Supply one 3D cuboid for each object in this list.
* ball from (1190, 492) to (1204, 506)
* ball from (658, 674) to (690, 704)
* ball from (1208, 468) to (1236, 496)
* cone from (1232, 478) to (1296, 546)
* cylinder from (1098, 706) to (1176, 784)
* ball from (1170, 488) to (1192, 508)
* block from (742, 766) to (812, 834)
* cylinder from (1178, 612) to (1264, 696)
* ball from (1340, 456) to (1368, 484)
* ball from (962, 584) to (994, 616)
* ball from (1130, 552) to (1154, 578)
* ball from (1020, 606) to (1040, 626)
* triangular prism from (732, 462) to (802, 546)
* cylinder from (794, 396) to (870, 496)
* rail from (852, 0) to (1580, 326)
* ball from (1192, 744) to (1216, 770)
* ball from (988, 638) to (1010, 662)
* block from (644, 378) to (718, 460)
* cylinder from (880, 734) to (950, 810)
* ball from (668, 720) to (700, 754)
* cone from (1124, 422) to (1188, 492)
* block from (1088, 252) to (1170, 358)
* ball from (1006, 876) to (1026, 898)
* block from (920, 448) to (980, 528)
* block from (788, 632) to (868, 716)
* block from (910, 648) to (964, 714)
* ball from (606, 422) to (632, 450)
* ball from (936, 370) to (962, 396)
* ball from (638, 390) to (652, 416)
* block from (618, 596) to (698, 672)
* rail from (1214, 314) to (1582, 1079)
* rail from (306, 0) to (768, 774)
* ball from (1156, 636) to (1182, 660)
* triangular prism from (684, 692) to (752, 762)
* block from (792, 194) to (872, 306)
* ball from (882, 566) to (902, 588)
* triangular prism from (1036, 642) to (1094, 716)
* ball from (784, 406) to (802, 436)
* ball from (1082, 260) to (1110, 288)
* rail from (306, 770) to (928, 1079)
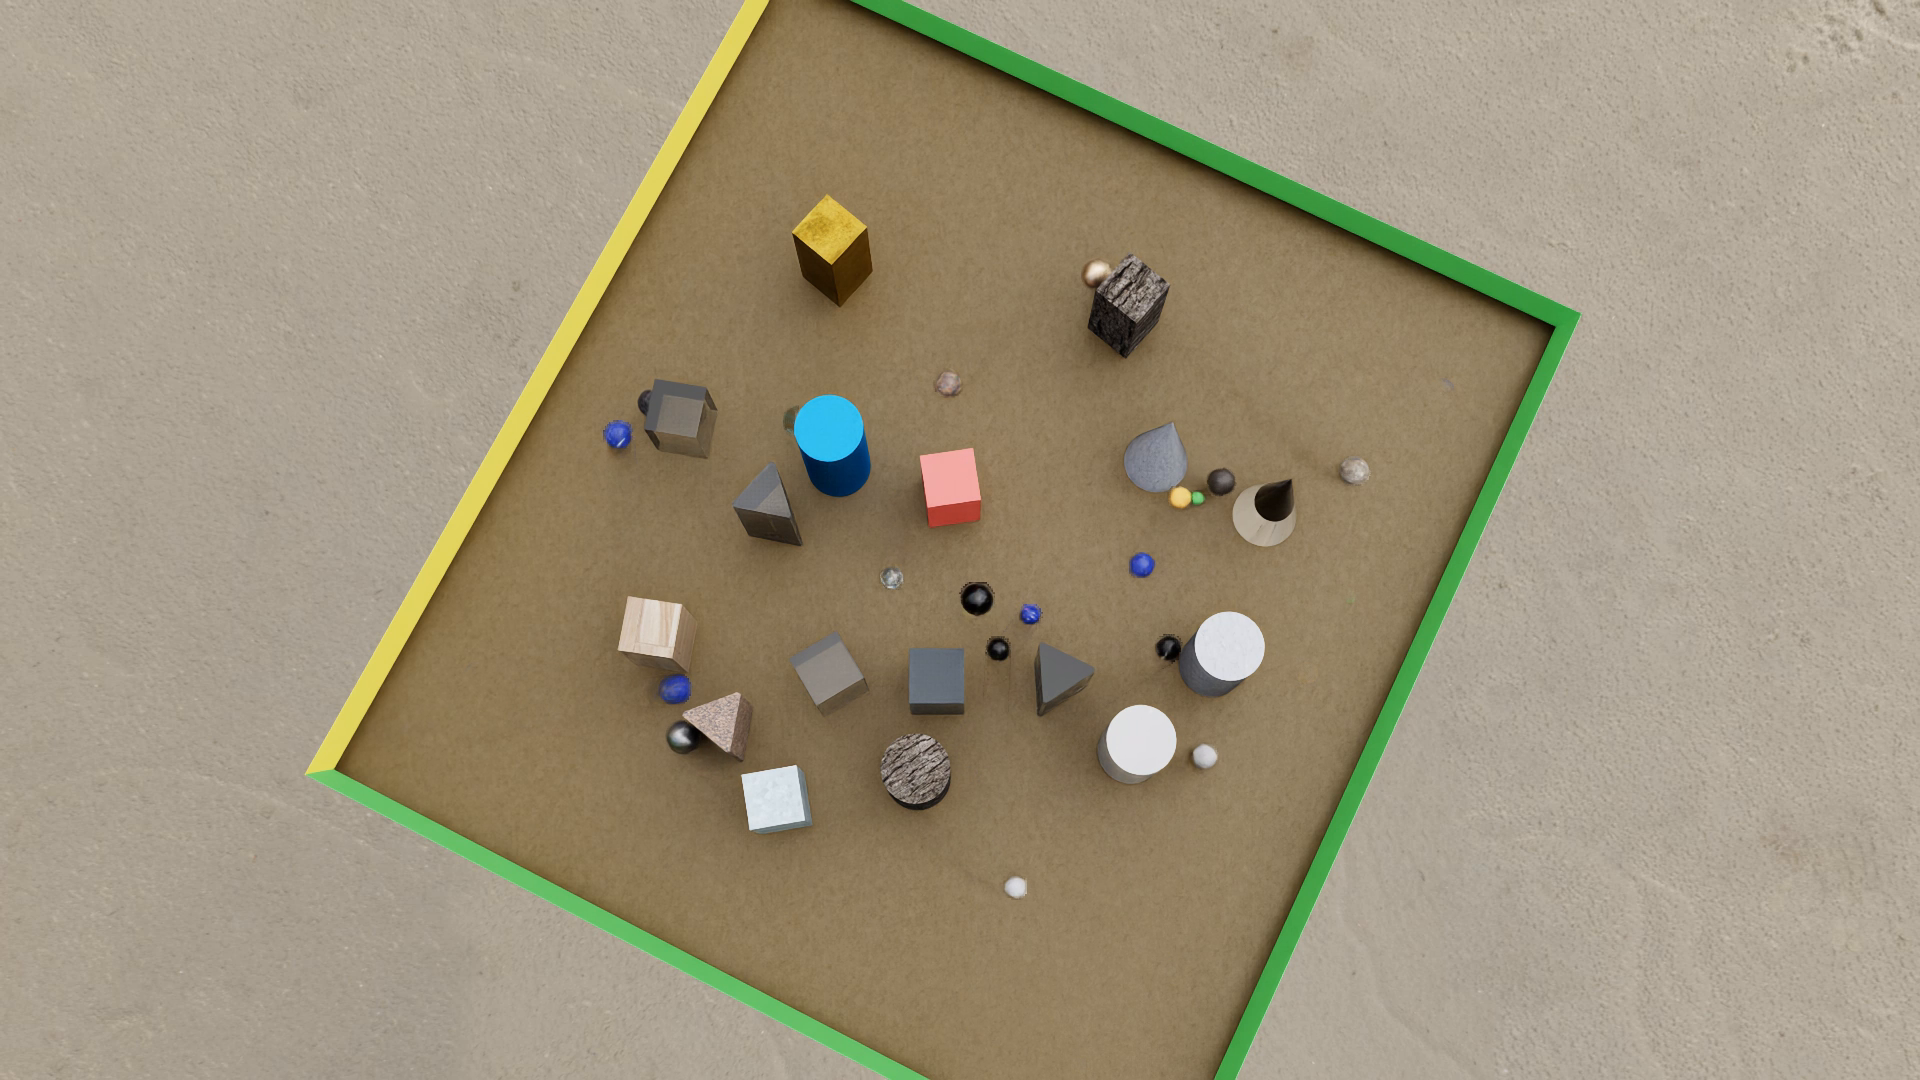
[{"bbox_3d":[0.728,-0.128,5.621,0.043,0.043,0.043,0,78,0],"label":"ball"},{"bbox_3d":[-0.855,0.447,5.478,0.091,0.091,0.091,0,78,0],"label":"ball"},{"bbox_3d":[0.800,-0.178,5.611,0.083,0.083,0.083,0,78,0],"label":"ball"},{"bbox_3d":[0.936,-0.125,5.400,0.197,0.475,0.197,0,78,0],"label":"cone"},{"bbox_3d":[0.510,0.596,5.318,0.197,0.343,0.197,0,78,0],"label":"cylinder"},{"bbox_3d":[0.675,-0.129,5.610,0.066,0.066,0.066,0,78,0],"label":"ball"},{"bbox_3d":[-0.529,0.756,5.319,0.157,0.276,0.157,-10,78,-2],"label":"block"},{"bbox_3d":[0.760,0.338,5.350,0.197,0.386,0.197,0,78,0],"label":"cylinder"},{"bbox_3d":[1.208,-0.213,5.616,0.087,0.087,0.087,0,78,0],"label":"ball"},{"bbox_3d":[0.052,0.179,5.530,0.097,0.097,0.097,0,78,0],"label":"ball"},{"bbox_3d":[0.554,0.076,5.563,0.074,0.074,0.074,0,78,0],"label":"ball"},{"bbox_3d":[0.213,0.227,5.539,0.059,0.059,0.059,0,78,0],"label":"ball"},{"bbox_3d":[-0.551,-0.112,5.431,0.170,0.409,0.148,11,79,2],"label":"triangular prism"},{"bbox_3d":[-0.374,-0.274,5.446,0.197,0.446,0.197,0,78,0],"label":"cylinder"},{"bbox_3d":[0.654,-1.273,5.814,2.790,0.128,0.045,26,80,5],"label":"rail"},{"bbox_3d":[0.726,0.645,5.446,0.073,0.073,0.073,0,78,0],"label":"ball"},{"bbox_3d":[0.116,0.330,5.513,0.069,0.069,0.069,0,78,0],"label":"ball"},{"bbox_3d":[-0.844,-0.365,5.561,0.157,0.256,0.157,10,78,2],"label":"block"},{"bbox_3d":[-0.125,0.675,5.313,0.197,0.320,0.197,0,78,0],"label":"cylinder"},{"bbox_3d":[-0.820,0.587,5.445,0.098,0.098,0.098,0,78,0],"label":"ball"},{"bbox_3d":[0.606,-0.290,5.441,0.197,0.462,0.197,0,78,0],"label":"cone"},{"bbox_3d":[0.511,-0.710,5.583,0.157,0.353,0.157,40,81,8],"label":"block"},{"bbox_3d":[0.163,1.017,5.375,0.061,0.061,0.061,0,78,0],"label":"ball"},{"bbox_3d":[-0.028,-0.154,5.506,0.157,0.280,0.157,-8,78,-2],"label":"block"},{"bbox_3d":[-0.381,0.396,5.378,0.157,0.306,0.157,-30,80,-6],"label":"block"},{"bbox_3d":[-0.067,0.418,5.376,0.157,0.301,0.157,0,78,0],"label":"block"},{"bbox_3d":[-1.050,-0.320,5.642,0.081,0.081,0.081,0,78,0],"label":"ball"},{"bbox_3d":[-0.035,-0.485,5.676,0.080,0.080,0.080,0,78,0],"label":"ball"},{"bbox_3d":[-0.954,-0.422,5.661,0.084,0.084,0.084,0,78,0],"label":"ball"},{"bbox_3d":[-0.887,0.281,5.397,0.157,0.316,0.157,8,78,2],"label":"block"},{"bbox_3d":[1.226,0.607,5.425,0.045,0.128,2.971,26,80,5],"label":"rail"},{"bbox_3d":[-1.226,-0.594,5.673,0.045,0.128,2.971,26,80,5],"label":"rail"},{"bbox_3d":[0.628,0.325,5.512,0.072,0.072,0.072,0,78,0],"label":"ball"},{"bbox_3d":[-0.671,0.522,5.341,0.170,0.328,0.148,39,81,7],"label":"triangular prism"},{"bbox_3d":[-0.386,-0.879,5.603,0.157,0.382,0.157,40,81,8],"label":"block"},{"bbox_3d":[-0.206,0.113,5.559,0.066,0.066,0.066,0,78,0],"label":"ball"},{"bbox_3d":[0.268,0.388,5.346,0.170,0.374,0.148,-33,80,-6],"label":"triangular prism"},{"bbox_3d":[-0.496,-0.365,5.646,0.090,0.090,0.090,0,78,0],"label":"ball"},{"bbox_3d":[0.428,-0.835,5.743,0.090,0.090,0.090,0,78,0],"label":"ball"},{"bbox_3d":[-0.654,1.287,5.284,2.790,0.128,0.045,26,80,5],"label":"rail"}]
